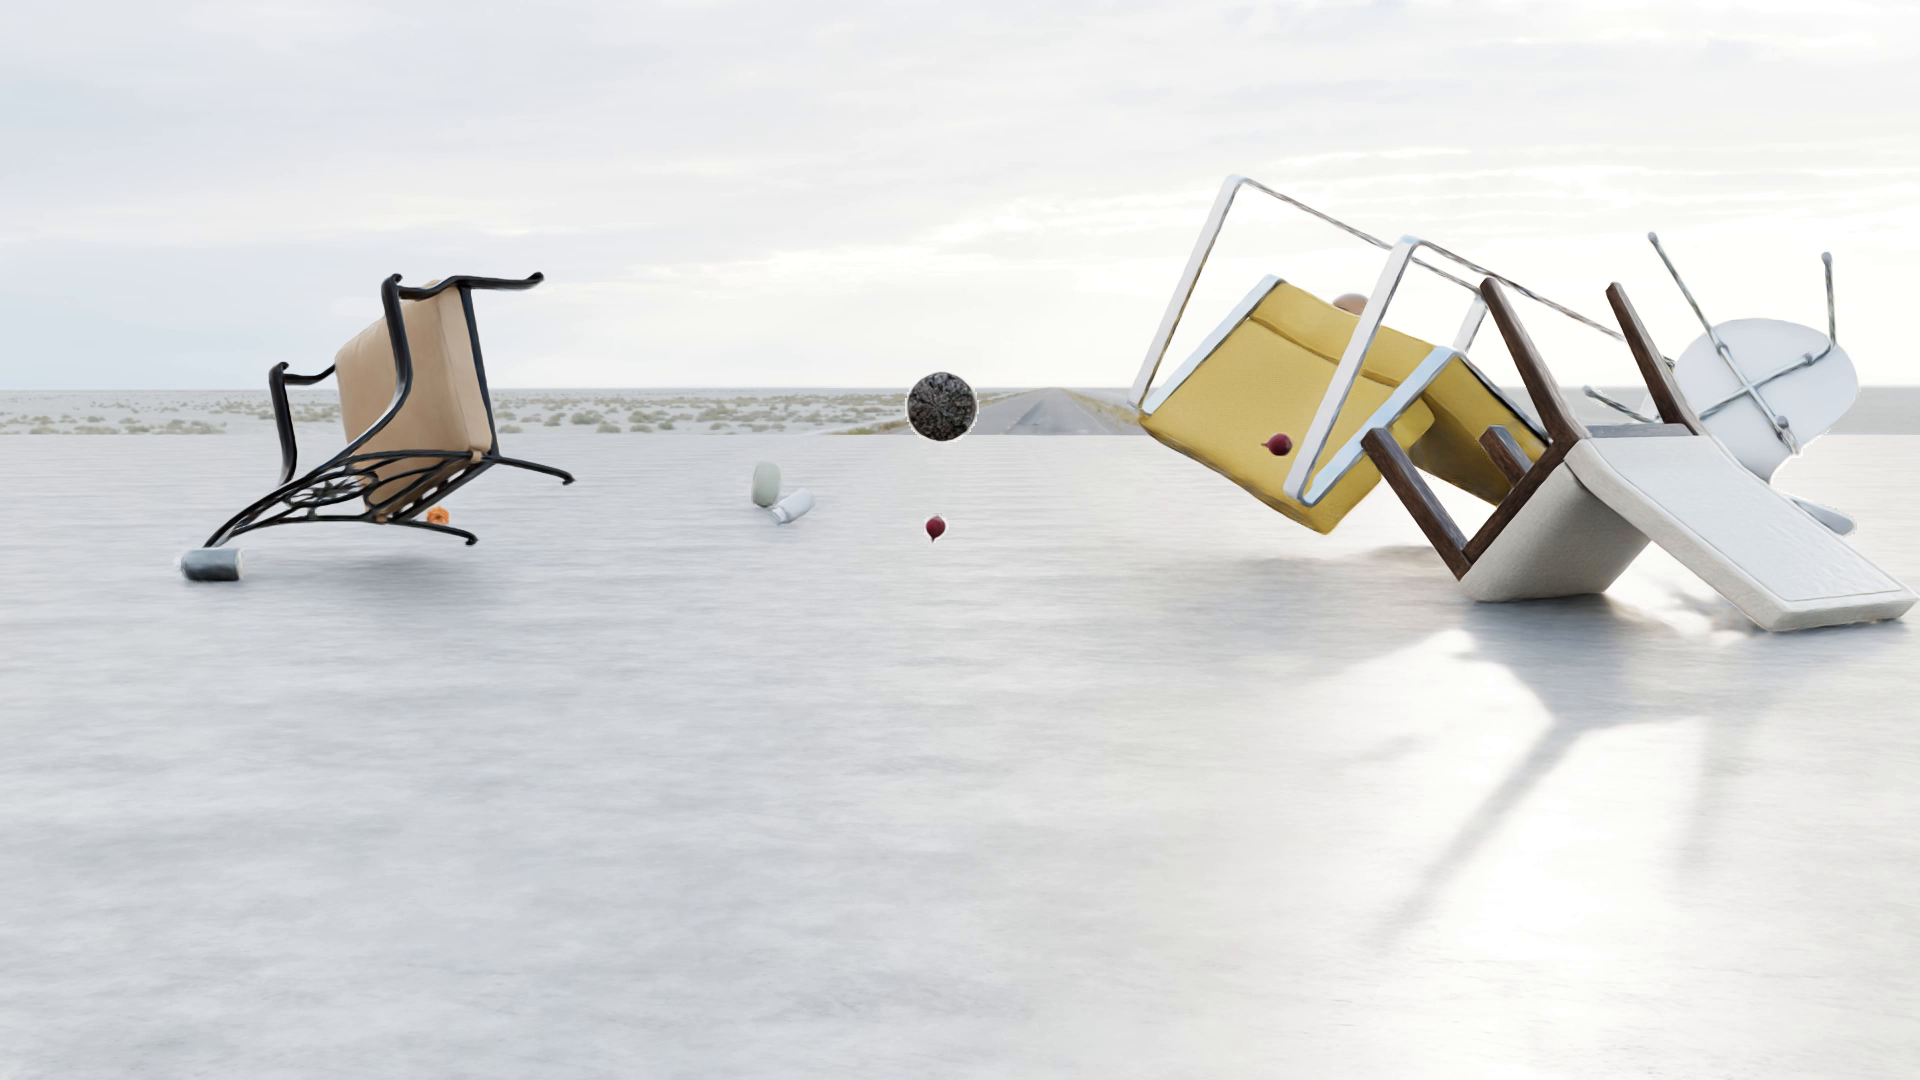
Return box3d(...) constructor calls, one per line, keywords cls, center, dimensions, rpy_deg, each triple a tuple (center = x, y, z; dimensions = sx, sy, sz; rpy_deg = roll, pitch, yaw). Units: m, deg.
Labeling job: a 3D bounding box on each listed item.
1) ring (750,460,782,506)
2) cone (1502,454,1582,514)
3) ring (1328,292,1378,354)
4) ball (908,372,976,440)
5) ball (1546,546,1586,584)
box3d(cls="ring", center=(-0.740, -0.216, 8.383), dimensions=(0.096, 0.180, 0.191), rpy_deg=(9, -13, -9))
box3d(cls="cone", center=(2.113, -0.208, 7.986), dimensions=(0.319, 0.213, 0.268), rpy_deg=(-4, 6, -37))
box3d(cls="ring", center=(1.446, -0.800, 8.095), dimensions=(0.118, 0.231, 0.242), rpy_deg=(-7, 8, -18))
box3d(cls="ball", center=(-0.060, -0.443, 7.283), dimensions=(0.230, 0.230, 0.230), rpy_deg=(0, 4, 0))
box3d(cls="ball", center=(1.392, 0.058, 5.045), dimensions=(0.089, 0.089, 0.089), rpy_deg=(0, 4, 0))
